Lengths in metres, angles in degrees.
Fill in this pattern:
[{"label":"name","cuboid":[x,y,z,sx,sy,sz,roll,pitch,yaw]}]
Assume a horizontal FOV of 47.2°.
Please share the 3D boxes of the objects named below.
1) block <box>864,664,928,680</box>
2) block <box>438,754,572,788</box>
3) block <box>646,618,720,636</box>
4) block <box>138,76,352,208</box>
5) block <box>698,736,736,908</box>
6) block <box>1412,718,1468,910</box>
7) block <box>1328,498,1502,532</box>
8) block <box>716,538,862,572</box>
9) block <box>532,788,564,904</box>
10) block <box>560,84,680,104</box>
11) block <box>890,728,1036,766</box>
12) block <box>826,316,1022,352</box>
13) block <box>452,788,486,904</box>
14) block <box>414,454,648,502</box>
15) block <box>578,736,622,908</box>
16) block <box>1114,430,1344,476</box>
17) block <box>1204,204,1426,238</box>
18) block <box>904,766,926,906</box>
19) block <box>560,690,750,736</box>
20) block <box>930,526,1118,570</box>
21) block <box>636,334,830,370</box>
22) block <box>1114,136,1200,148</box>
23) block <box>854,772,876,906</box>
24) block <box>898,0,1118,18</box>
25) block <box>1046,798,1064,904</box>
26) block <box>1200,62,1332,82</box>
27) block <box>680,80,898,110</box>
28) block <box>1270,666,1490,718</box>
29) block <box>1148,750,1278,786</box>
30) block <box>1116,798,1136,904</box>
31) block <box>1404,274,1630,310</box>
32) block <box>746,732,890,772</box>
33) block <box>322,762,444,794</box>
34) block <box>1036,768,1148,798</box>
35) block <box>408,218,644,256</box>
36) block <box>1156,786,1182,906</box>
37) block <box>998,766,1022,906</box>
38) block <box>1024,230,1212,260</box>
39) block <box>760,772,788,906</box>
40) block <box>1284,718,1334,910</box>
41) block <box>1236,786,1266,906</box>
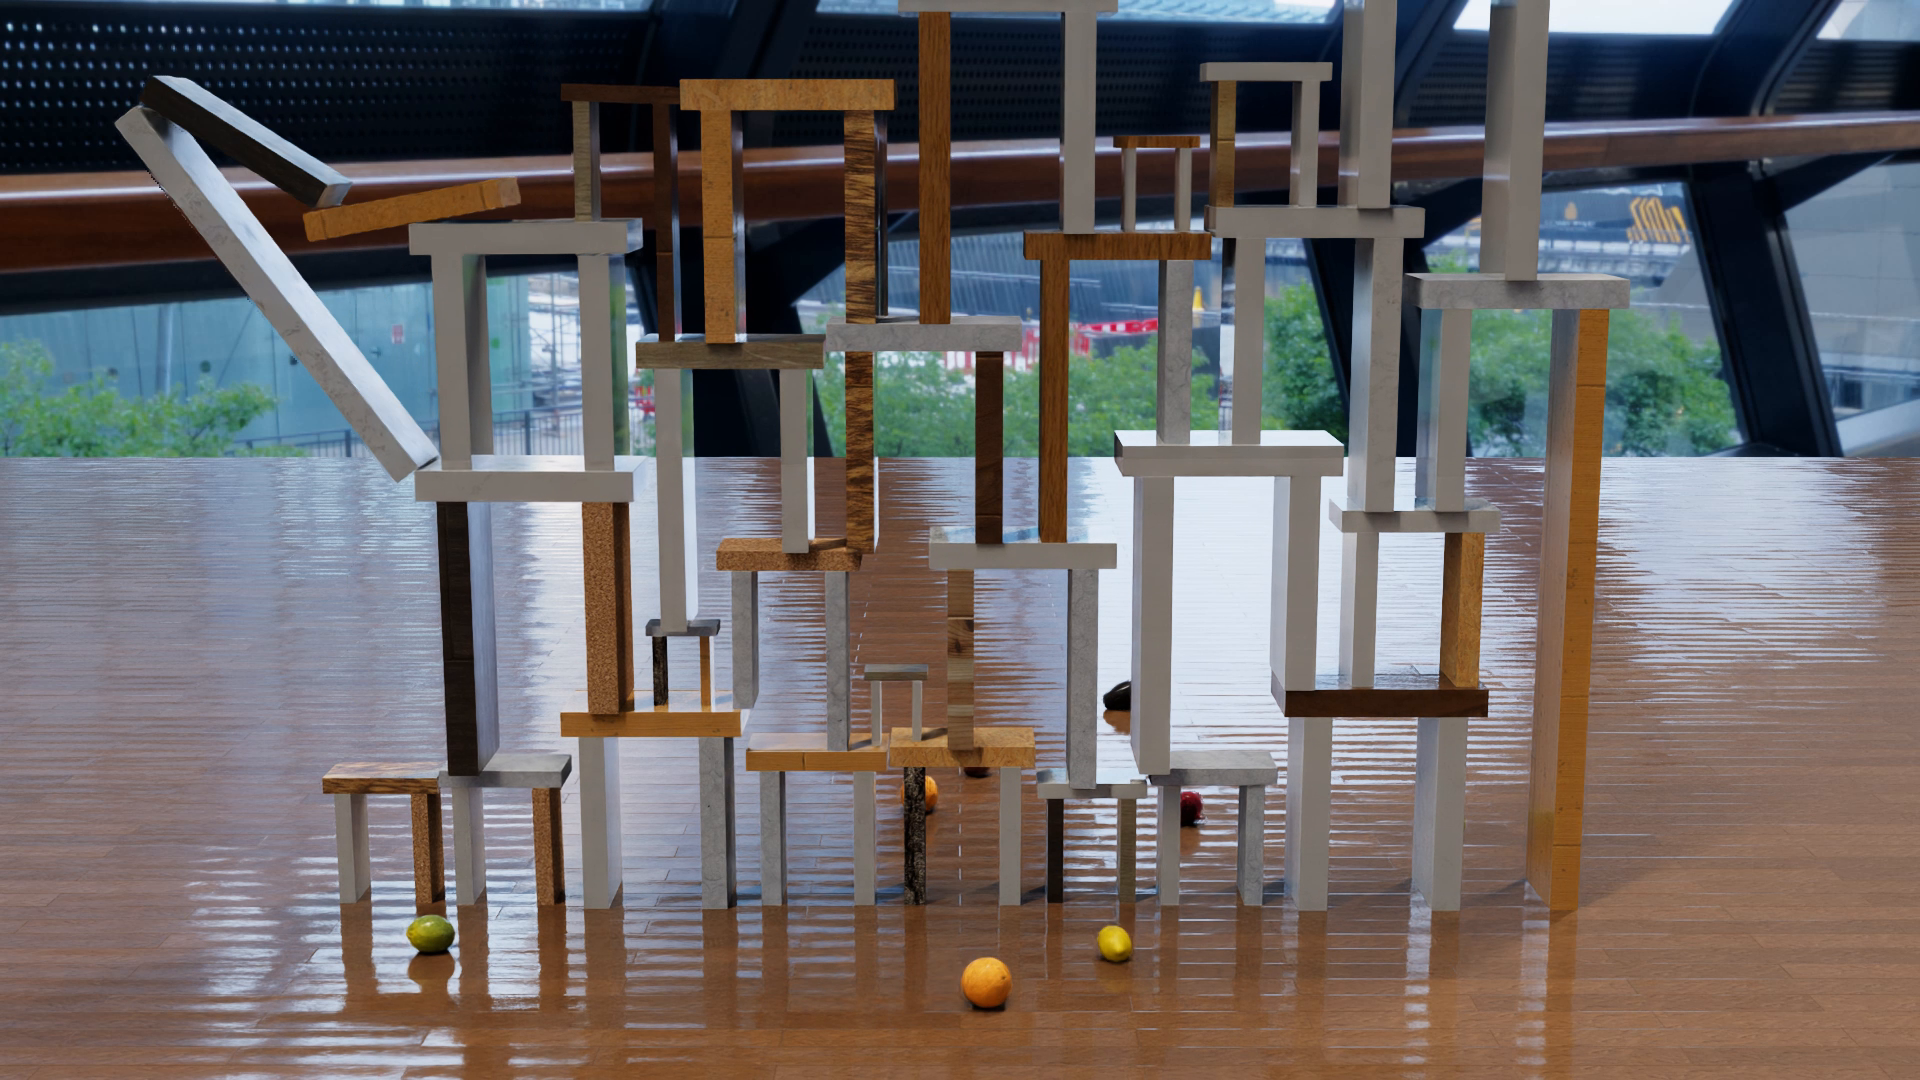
[{"label":"block","cuboid":[-0.104,0.217,3.602,0.103,0.015,0.051,0,11,0]},{"label":"block","cuboid":[-0.748,0.380,3.626,0.199,0.028,0.099,0,11,0]},{"label":"block","cuboid":[-0.451,0.143,3.585,0.115,0.016,0.058,0,11,-1]},{"label":"block","cuboid":[-1.114,-0.623,3.442,0.306,0.043,0.153,32,9,-6]},{"label":"block","cuboid":[-0.401,0.447,3.642,0.041,0.291,0.145,0,11,0]},{"label":"block","cuboid":[0.793,0.430,3.638,0.046,0.326,0.163,0,11,0]},{"label":"block","cuboid":[0.732,-0.041,3.549,0.252,0.036,0.126,0,11,0]},{"label":"block","cuboid":[-0.275,0.023,3.567,0.228,0.032,0.114,0,11,0]},{"label":"block","cuboid":[-0.682,0.492,3.647,0.028,0.199,0.099,-1,10,0]},{"label":"block","cuboid":[-0.523,-0.695,3.428,0.184,0.026,0.092,2,11,-1]},{"label":"block","cuboid":[0.004,0.341,3.626,0.236,0.033,0.118,0,11,0]},{"label":"block","cuboid":[-0.055,-0.328,3.494,0.304,0.043,0.152,0,11,0]},{"label":"block","cuboid":[-0.814,0.493,3.647,0.028,0.199,0.099,0,11,0]},{"label":"block","cuboid":[-0.686,-0.100,3.542,0.344,0.049,0.172,0,11,0]},{"label":"block","cuboid":[-0.595,0.447,3.642,0.041,0.291,0.145,0,11,0]},{"label":"block","cuboid":[0.427,-0.139,3.528,0.347,0.049,0.173,0,11,-1]},{"label":"block","cuboid":[0.554,-0.503,3.464,0.321,0.046,0.161,0,11,-1]},{"label":"block","cuboid":[-0.075,0.474,3.650,0.033,0.236,0.118,0,11,0]},{"label":"block","cuboid":[-0.498,0.284,3.612,0.291,0.041,0.145,0,11,0]},{"label":"block","cuboid":[0.100,0.012,3.561,0.298,0.042,0.149,0,11,0]},{"label":"block","cuboid":[-0.360,-0.301,3.507,0.293,0.042,0.147,0,11,0]},{"label":"block","cuboid":[0.308,-0.624,3.446,0.130,0.018,0.065,0,11,-1]},{"label":"block","cuboid":[-0.157,0.477,3.649,0.032,0.229,0.114,0,11,0]},{"label":"block","cuboid":[0.073,-0.838,3.405,0.333,0.047,0.166,0,11,0]},{"label":"block","cuboid":[0.157,0.502,3.652,0.025,0.179,0.090,0,11,0]},{"label":"block","cuboid":[0.474,-0.728,3.421,0.193,0.027,0.096,0,11,0]},{"label":"block","cuboid":[-0.263,-0.694,3.431,0.326,0.046,0.163,0,11,0]},{"label":"block","cuboid":[0.684,0.247,3.604,0.326,0.046,0.163,0,11,0]},{"label":"block","cuboid":[0.413,0.375,3.621,0.205,0.029,0.103,0,11,0]},{"label":"block","cuboid":[0.276,0.502,3.652,0.025,0.179,0.090,0,11,0]},{"label":"block","cuboid":[0.879,-0.395,3.488,0.320,0.045,0.160,0,11,0]},{"label":"block","cuboid":[-0.233,0.349,3.625,0.229,0.032,0.114,0,11,0]},{"label":"block","cuboid":[-0.946,0.393,3.633,0.187,0.027,0.094,0,11,0]},{"label":"block","cuboid":[0.216,0.402,3.633,0.179,0.025,0.090,0,11,0]},{"label":"block","cuboid":[-0.682,-0.480,3.474,0.337,0.048,0.168,0,11,0]},{"label":"block","cuboid":[0.345,0.490,3.645,0.029,0.205,0.103,0,11,0]},{"label":"block","cuboid":[0.083,0.474,3.650,0.033,0.236,0.118,0,11,0]},{"label":"block","cuboid":[0.245,-0.466,3.469,0.287,0.041,0.144,0,11,0]},{"label":"block","cuboid":[-0.309,0.477,3.649,0.032,0.229,0.114,0,11,0]},{"label":"block","cuboid":[0.576,0.430,3.638,0.046,0.326,0.163,0,11,0]},{"label":"block","cuboid":[0.482,0.490,3.646,0.029,0.205,0.103,0,11,0]}]
